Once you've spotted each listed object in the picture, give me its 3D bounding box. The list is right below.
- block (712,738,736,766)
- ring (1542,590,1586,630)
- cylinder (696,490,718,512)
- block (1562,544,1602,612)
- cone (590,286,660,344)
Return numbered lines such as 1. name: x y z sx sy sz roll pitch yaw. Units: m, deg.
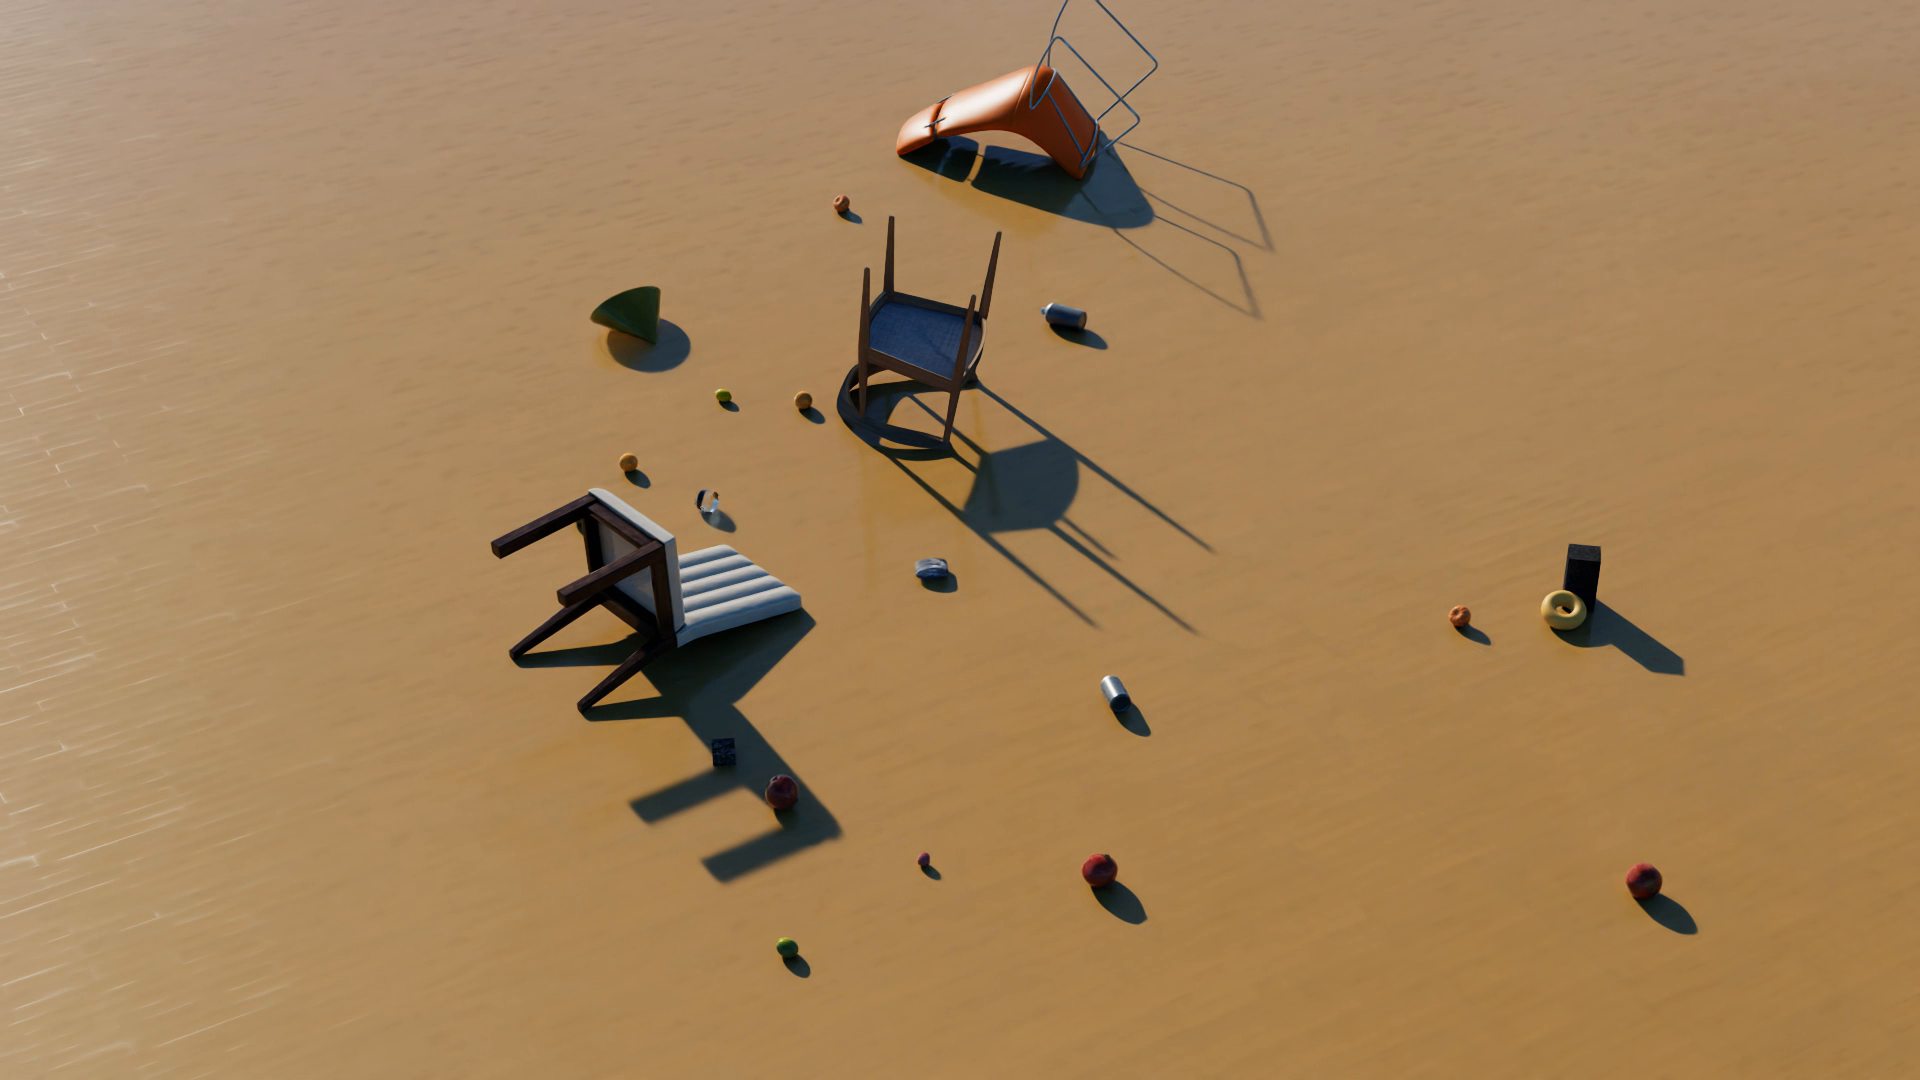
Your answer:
1. block: -0.792 0.710 9.824 0.076 0.047 0.086 -3 34 -5
2. ring: 2.158 0.252 10.478 0.162 0.063 0.160 -15 54 -12
3. cylinder: -0.955 -0.148 11.097 0.050 0.080 0.079 15 -3 22
4. block: 2.234 0.136 10.541 0.113 0.218 0.100 5 34 8
5. cone: -1.329 -0.896 12.220 0.359 0.197 0.237 -21 62 -37
